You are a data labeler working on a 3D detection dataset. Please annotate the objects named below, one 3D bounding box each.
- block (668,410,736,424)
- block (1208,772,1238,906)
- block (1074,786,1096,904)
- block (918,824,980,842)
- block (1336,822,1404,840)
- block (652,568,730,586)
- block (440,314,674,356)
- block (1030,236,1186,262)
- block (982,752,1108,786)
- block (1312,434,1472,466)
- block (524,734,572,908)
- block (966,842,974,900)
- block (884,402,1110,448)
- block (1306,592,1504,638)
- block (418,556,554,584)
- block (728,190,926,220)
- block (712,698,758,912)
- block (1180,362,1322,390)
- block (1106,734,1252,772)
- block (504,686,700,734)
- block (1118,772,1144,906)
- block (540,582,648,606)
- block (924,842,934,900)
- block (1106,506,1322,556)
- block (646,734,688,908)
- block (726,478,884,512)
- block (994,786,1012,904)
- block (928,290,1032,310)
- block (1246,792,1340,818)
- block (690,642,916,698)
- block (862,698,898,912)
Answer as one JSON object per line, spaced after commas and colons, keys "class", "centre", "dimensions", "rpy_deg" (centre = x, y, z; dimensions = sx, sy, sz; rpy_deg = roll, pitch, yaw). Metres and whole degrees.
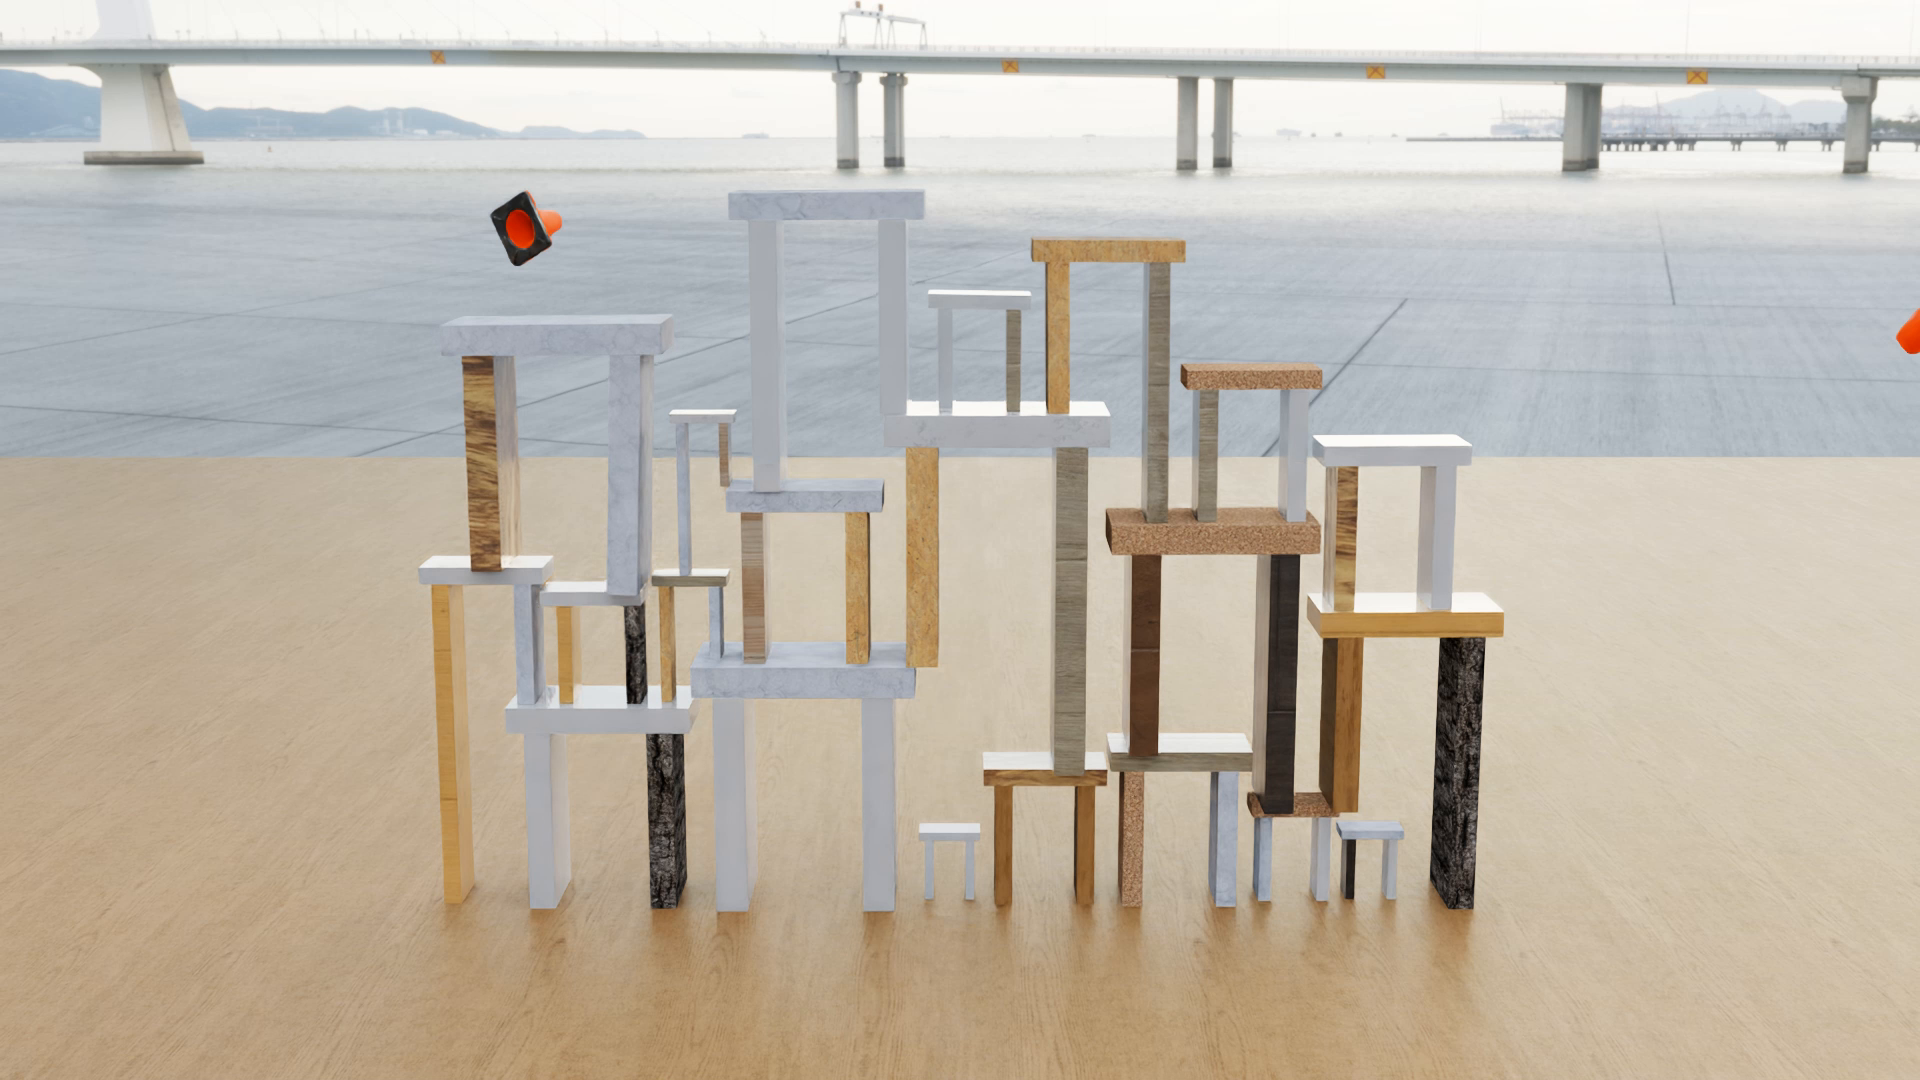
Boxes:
{"class": "block", "centre": [-0.412, -0.198, 3.522], "dimensions": [0.103, 0.015, 0.051], "rpy_deg": [0, 10, 0]}
{"class": "block", "centre": [0.436, 0.478, 3.644], "dimensions": [0.033, 0.230, 0.115], "rpy_deg": [0, 11, 0]}
{"class": "block", "centre": [0.206, 0.491, 3.651], "dimensions": [0.029, 0.202, 0.101], "rpy_deg": [0, 11, 0]}
{"class": "block", "centre": [-0.017, 0.484, 3.647], "dimensions": [0.101, 0.014, 0.050], "rpy_deg": [0, 11, 0]}
{"class": "block", "centre": [0.680, 0.481, 3.648], "dimensions": [0.104, 0.015, 0.052], "rpy_deg": [0, 11, 0]}
{"class": "block", "centre": [-0.437, 0.061, 3.568], "dimensions": [0.121, 0.017, 0.060], "rpy_deg": [0, 11, 0]}
{"class": "block", "centre": [-0.637, -0.327, 3.504], "dimensions": [0.342, 0.048, 0.171], "rpy_deg": [0, 10, 0]}
{"class": "block", "centre": [0.232, -0.459, 3.469], "dimensions": [0.237, 0.034, 0.118], "rpy_deg": [0, 11, 0]}
{"class": "block", "centre": [0.139, 0.378, 3.630], "dimensions": [0.202, 0.029, 0.101], "rpy_deg": [0, 11, 0]}
{"class": "block", "centre": [0.691, -0.143, 3.529], "dimensions": [0.233, 0.033, 0.117], "rpy_deg": [0, 11, 0]}
{"class": "block", "centre": [-0.683, 0.444, 3.644], "dimensions": [0.042, 0.296, 0.148], "rpy_deg": [0, 10, 0]}
{"class": "block", "centre": [0.016, 0.541, 3.657], "dimensions": [0.014, 0.101, 0.050], "rpy_deg": [0, 11, 0]}
{"class": "block", "centre": [0.058, -0.186, 3.527], "dimensions": [0.355, 0.050, 0.177], "rpy_deg": [0, 11, 0]}
{"class": "block", "centre": [0.722, 0.122, 3.580], "dimensions": [0.292, 0.041, 0.146], "rpy_deg": [0, 11, 0]}
{"class": "block", "centre": [-0.768, 0.049, 3.570], "dimensions": [0.198, 0.028, 0.099], "rpy_deg": [0, 11, 0]}
{"class": "block", "centre": [-0.206, -0.527, 3.457], "dimensions": [0.301, 0.043, 0.150], "rpy_deg": [0, 11, 1]}
{"class": "block", "centre": [-0.371, 0.413, 3.640], "dimensions": [0.051, 0.358, 0.179], "rpy_deg": [0, 11, 0]}
{"class": "block", "centre": [0.463, -0.261, 3.506], "dimensions": [0.212, 0.030, 0.106], "rpy_deg": [0, 11, 0]}
{"class": "block", "centre": [0.360, 0.349, 3.620], "dimensions": [0.230, 0.033, 0.115], "rpy_deg": [0, 11, 0]}
{"class": "block", "centre": [-0.584, 0.278, 3.613], "dimensions": [0.296, 0.042, 0.148], "rpy_deg": [0, 11, 0]}
{"class": "block", "centre": [0.283, 0.478, 3.644], "dimensions": [0.033, 0.229, 0.115], "rpy_deg": [0, 11, 0]}
{"class": "block", "centre": [-0.594, 0.087, 3.570], "dimensions": [0.163, 0.023, 0.081], "rpy_deg": [0, 10, -1]}
{"class": "block", "centre": [-0.051, 0.541, 3.657], "dimensions": [0.014, 0.101, 0.050], "rpy_deg": [0, 11, 0]}
{"class": "block", "centre": [0.405, -0.015, 3.556], "dimensions": [0.330, 0.047, 0.165], "rpy_deg": [0, 11, 0]}
{"class": "block", "centre": [-0.485, 0.444, 3.644], "dimensions": [0.042, 0.296, 0.148], "rpy_deg": [0, 11, 0]}
{"class": "block", "centre": [-0.247, -0.072, 3.543], "dimensions": [0.248, 0.035, 0.124], "rpy_deg": [0, 11, 0]}
{"class": "block", "centre": [0.072, 0.491, 3.651], "dimensions": [0.029, 0.202, 0.101], "rpy_deg": [0, 11, 0]}
{"class": "block", "centre": [0.031, -0.381, 3.488], "dimensions": [0.161, 0.023, 0.081], "rpy_deg": [1, 10, 0]}
{"class": "block", "centre": [0.551, 0.438, 3.641], "dimensions": [0.144, 0.020, 0.072], "rpy_deg": [0, 11, 0]}
{"class": "block", "centre": [-0.252, 0.212, 3.603], "dimensions": [0.358, 0.051, 0.179], "rpy_deg": [0, 11, 0]}
{"class": "block", "centre": [-0.132, 0.413, 3.640], "dimensions": [0.051, 0.358, 0.179], "rpy_deg": [0, 11, 0]}
